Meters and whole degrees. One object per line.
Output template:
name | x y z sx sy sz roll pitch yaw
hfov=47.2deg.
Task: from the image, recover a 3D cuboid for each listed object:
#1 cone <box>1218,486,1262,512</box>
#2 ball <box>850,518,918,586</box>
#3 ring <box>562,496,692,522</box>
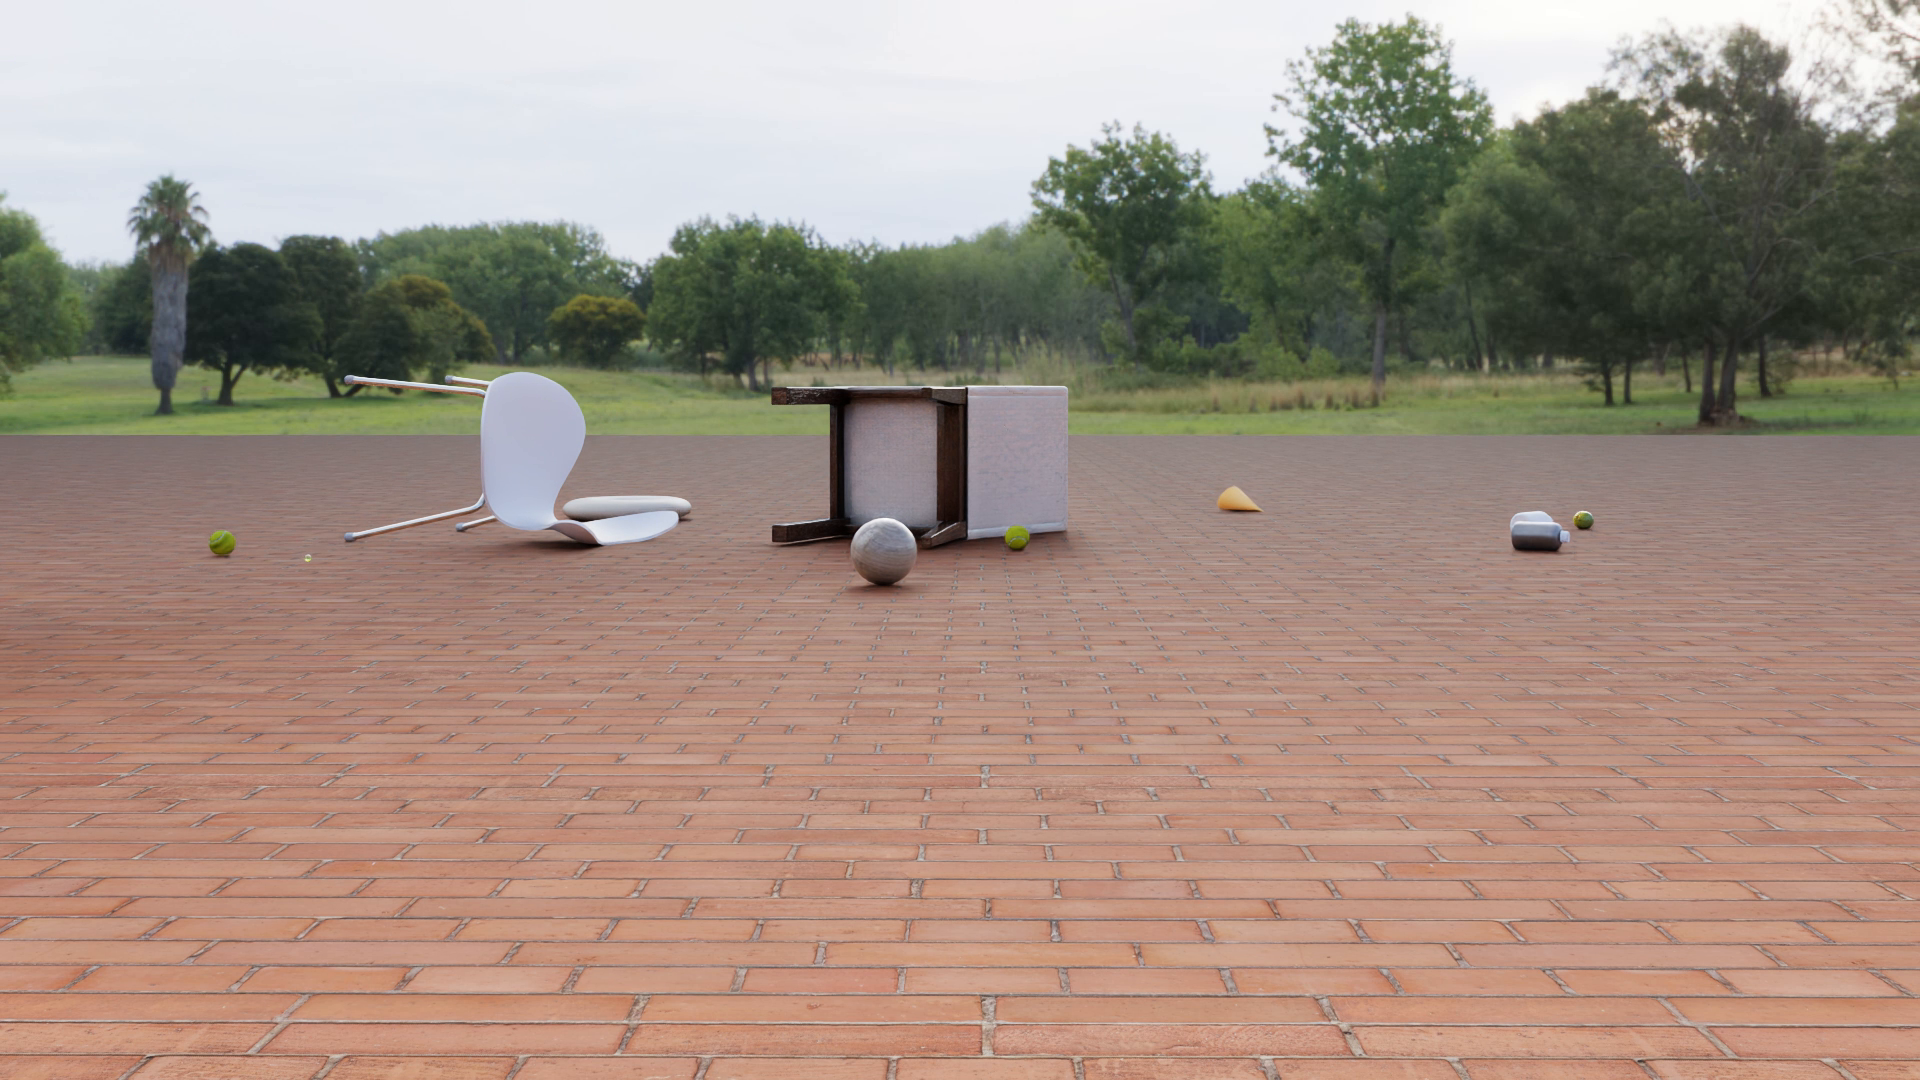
cone | 1.057 -0.130 8.108 0.128 0.089 0.169 -19 30 -36
ball | -0.174 0.026 5.040 0.153 0.153 0.153 0 4 0
ring | -1.151 -0.109 7.603 0.451 0.073 0.417 1 5 22
